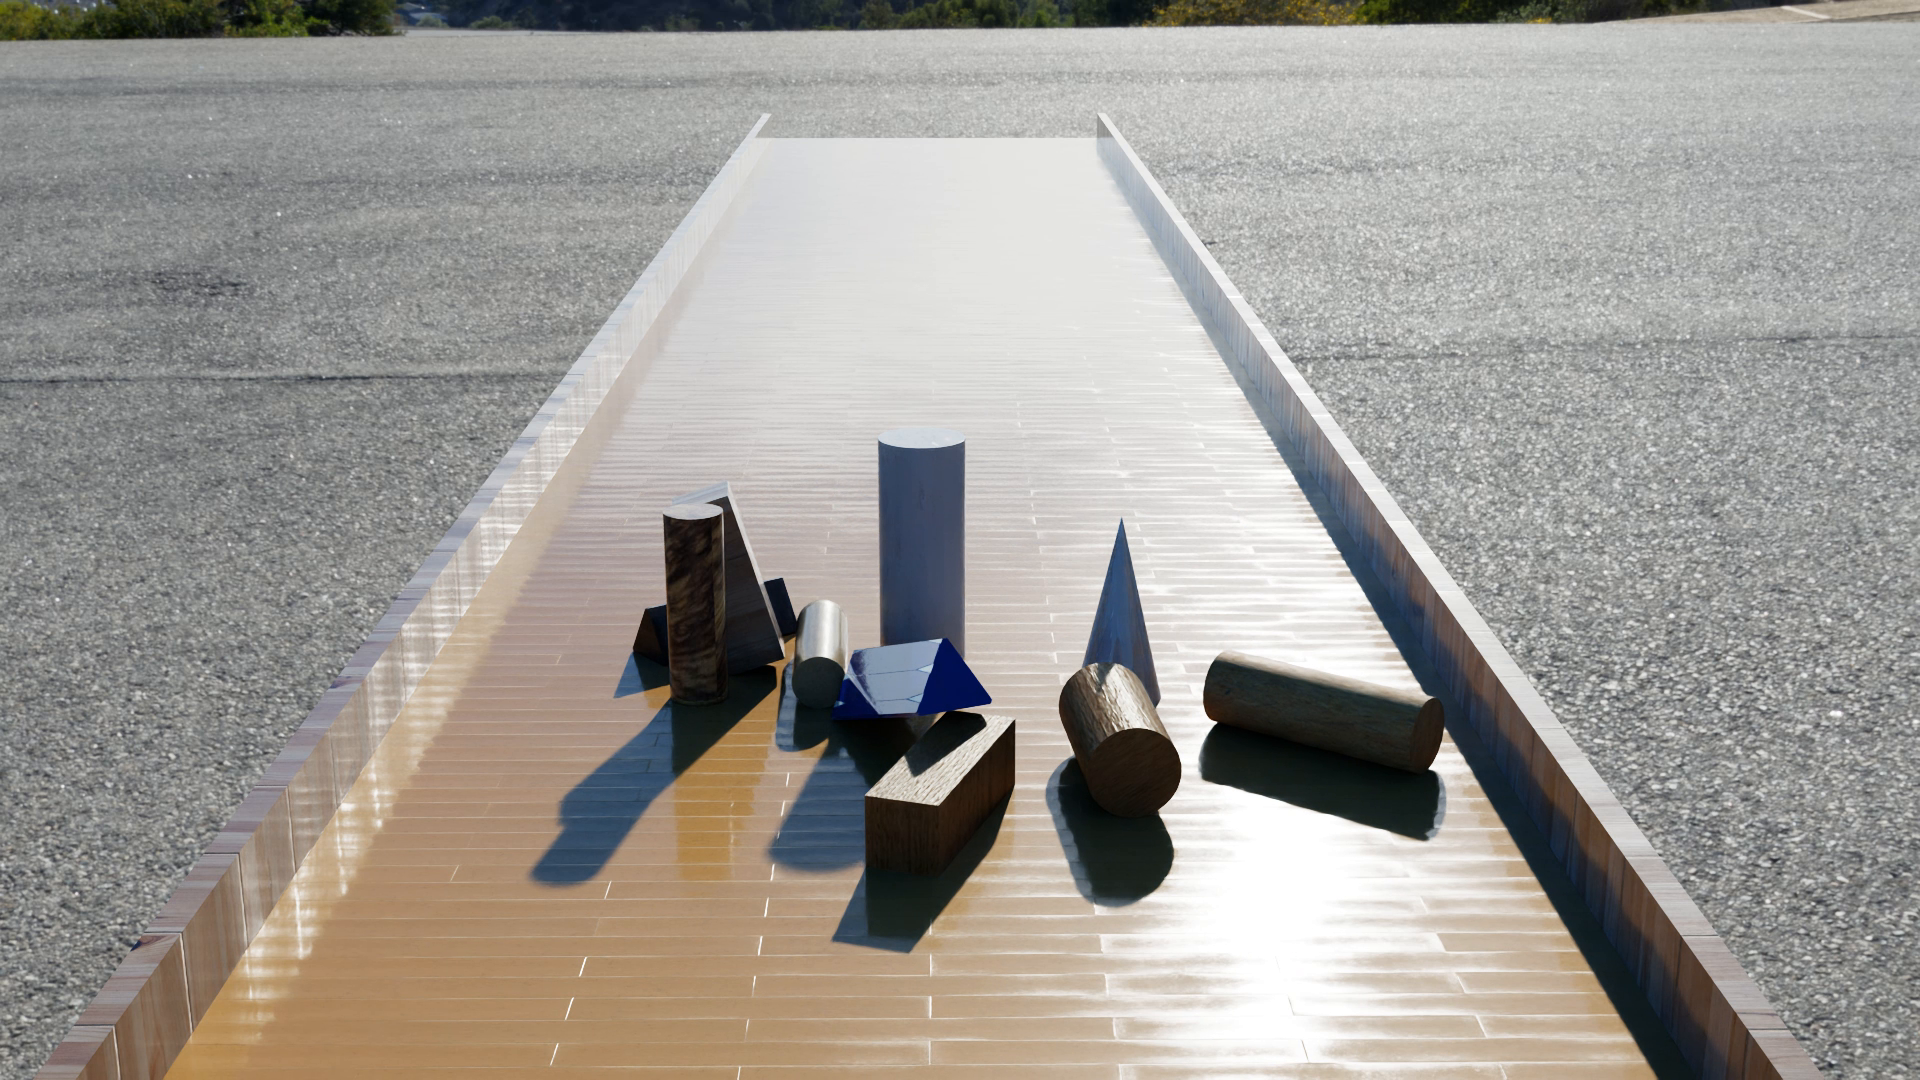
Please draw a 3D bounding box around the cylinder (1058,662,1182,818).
[{"bbox_3d":[0.273,0.341,3.796,0.161,0.161,0.320,-2,17,-6],"label":"cylinder"}]

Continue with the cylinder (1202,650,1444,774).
[{"bbox_3d":[0.651,0.306,3.959,0.415,0.137,0.137,12,21,36],"label":"cylinder"}]

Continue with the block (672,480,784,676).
[{"bbox_3d":[-0.455,0.075,4.326,0.115,0.351,0.115,-18,18,-1],"label":"block"}]

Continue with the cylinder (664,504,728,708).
[{"bbox_3d":[-0.499,0.124,4.160,0.112,0.371,0.112,0,17,0],"label":"cylinder"}]

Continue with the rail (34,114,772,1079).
[{"bbox_3d":[-1.118,-0.838,7.780,0.050,0.150,12.000,0,17,-1],"label":"rail"}]

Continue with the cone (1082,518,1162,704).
[{"bbox_3d":[0.303,0.126,4.172,0.167,0.360,0.167,0,17,0],"label":"cone"}]

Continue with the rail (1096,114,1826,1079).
[{"bbox_3d":[0.932,-0.844,7.801,0.050,0.150,12.000,0,17,-1],"label":"rail"}]

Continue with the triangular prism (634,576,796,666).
[{"bbox_3d":[-0.499,0.156,4.507,0.328,0.105,0.121,-13,21,-38],"label":"triangular prism"}]

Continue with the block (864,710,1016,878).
[{"bbox_3d":[-0.027,0.412,3.627,0.123,0.123,0.396,6,17,18],"label":"block"}]

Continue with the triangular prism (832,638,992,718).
[{"bbox_3d":[-0.101,0.246,3.939,0.140,0.121,0.413,-8,-2,-25],"label":"triangular prism"}]

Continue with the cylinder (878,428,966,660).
[{"bbox_3d":[-0.075,0.015,4.387,0.173,0.451,0.173,0,17,0],"label":"cylinder"}]

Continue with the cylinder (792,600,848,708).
[{"bbox_3d":[-0.272,0.220,4.304,0.104,0.104,0.342,-1,17,-2],"label":"cylinder"}]
